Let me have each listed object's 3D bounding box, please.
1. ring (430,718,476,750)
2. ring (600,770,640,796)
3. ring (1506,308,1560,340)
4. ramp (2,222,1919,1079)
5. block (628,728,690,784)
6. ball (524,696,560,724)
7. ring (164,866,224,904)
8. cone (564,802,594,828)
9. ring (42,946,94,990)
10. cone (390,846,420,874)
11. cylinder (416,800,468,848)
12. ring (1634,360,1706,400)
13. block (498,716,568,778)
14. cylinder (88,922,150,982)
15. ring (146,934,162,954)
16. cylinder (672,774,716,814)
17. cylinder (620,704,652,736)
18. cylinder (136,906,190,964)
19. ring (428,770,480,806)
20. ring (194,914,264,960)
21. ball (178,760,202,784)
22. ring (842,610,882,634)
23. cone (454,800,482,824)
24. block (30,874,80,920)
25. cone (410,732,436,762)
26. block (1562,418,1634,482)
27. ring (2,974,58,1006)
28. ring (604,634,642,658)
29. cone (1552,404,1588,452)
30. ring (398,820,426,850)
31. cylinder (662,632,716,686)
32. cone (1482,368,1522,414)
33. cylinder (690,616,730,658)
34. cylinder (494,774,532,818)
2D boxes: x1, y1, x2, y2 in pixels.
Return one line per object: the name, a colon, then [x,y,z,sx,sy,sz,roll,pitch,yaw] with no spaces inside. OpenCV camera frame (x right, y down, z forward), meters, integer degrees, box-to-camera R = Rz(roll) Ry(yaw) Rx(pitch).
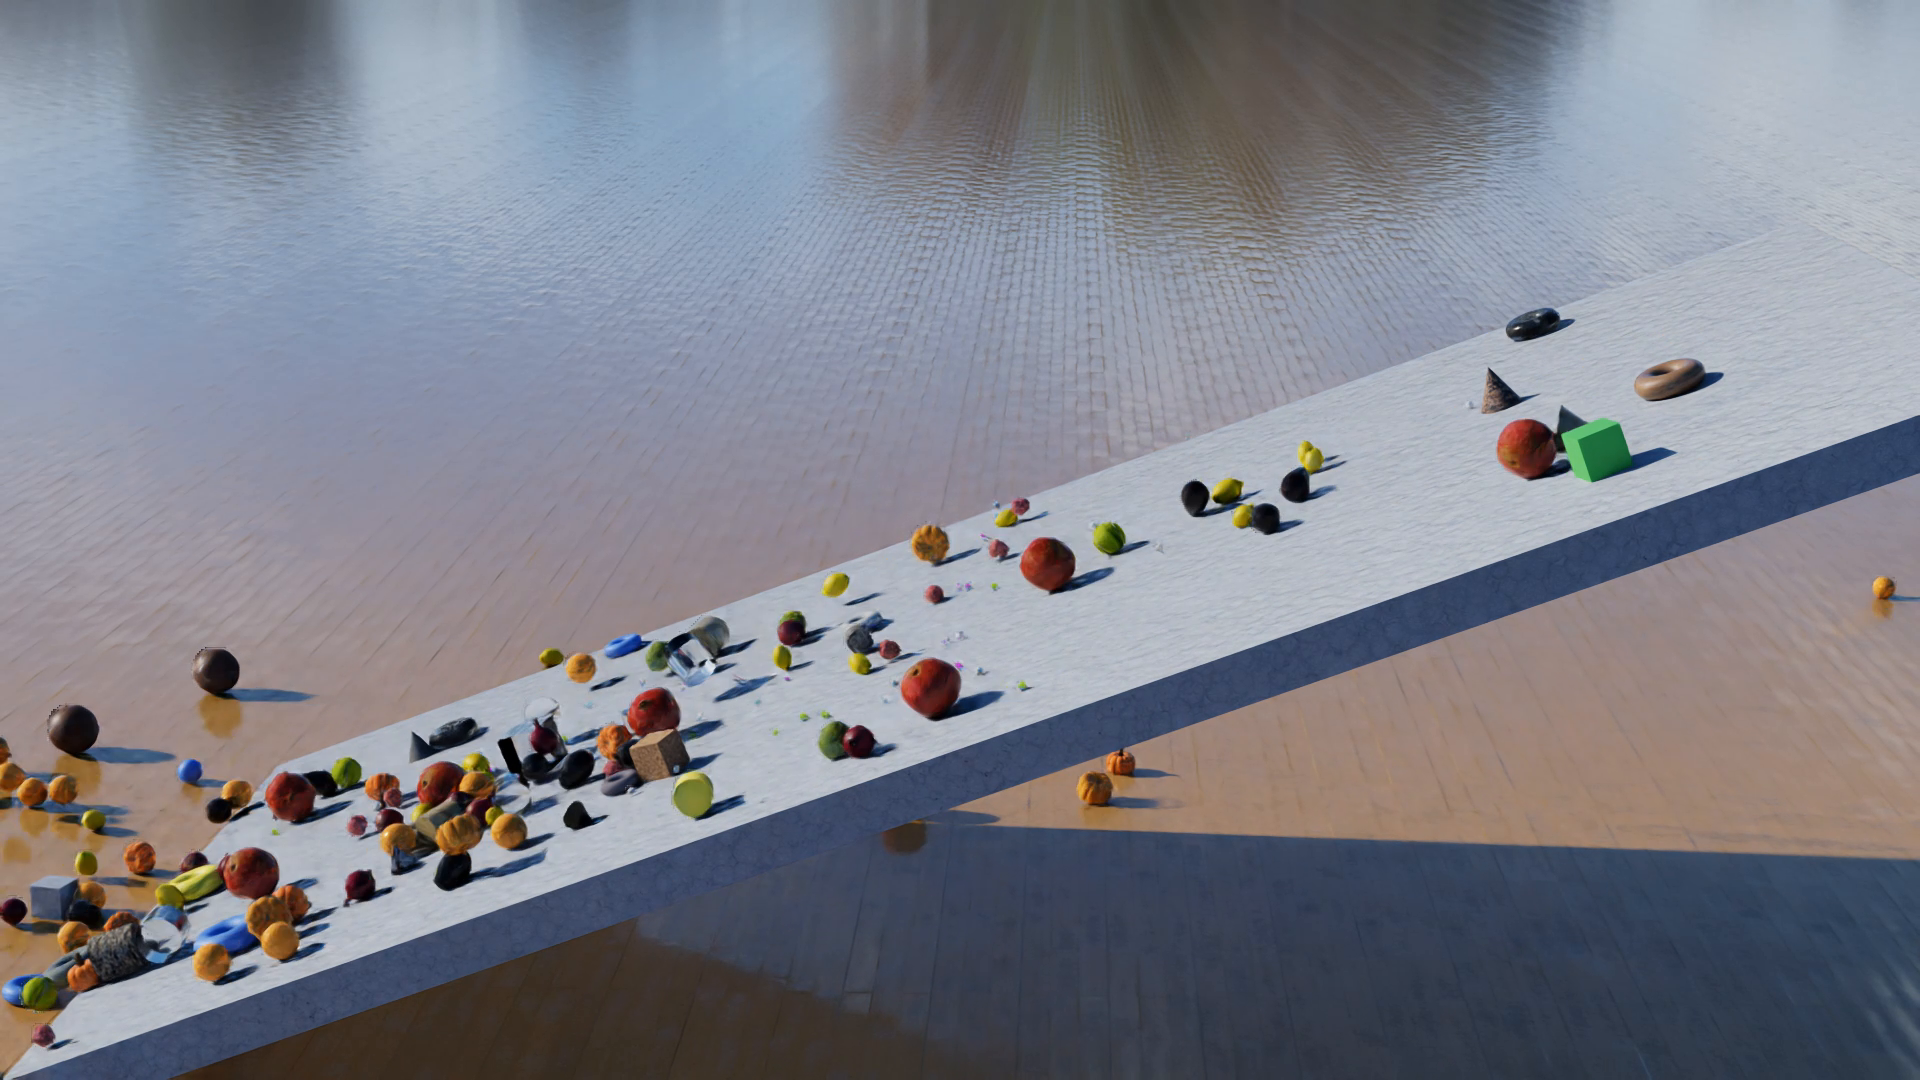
ring: [-1.203,0.459,6.974,0.121,0.040,0.121,-22,11,5]
ring: [-0.685,0.490,5.942,0.086,0.029,0.086,-20,13,5]
ring: [1.347,-0.507,6.912,0.131,0.044,0.131,-21,13,5]
ramp: [0.117,0.176,6.296,4.000,0.100,2.000,-20,12,7]
block: [-0.606,0.435,5.937,0.076,0.076,0.076,-14,14,32]
ball: [-0.927,0.386,6.530,0.081,0.081,0.081,0,13,0]
ring: [-1.675,0.753,6.435,0.138,0.046,0.138,-19,10,4]
cone: [-0.738,0.549,5.772,0.056,0.056,0.056,21,22,32]
ring: [-1.858,0.896,6.166,0.139,0.046,0.139,-26,11,6]
cone: [-1.120,0.652,5.966,0.060,0.060,0.060,12,11,-12]
cylinder: [-1.068,0.586,6.061,0.074,0.074,0.074,11,30,40]
ring: [1.427,-0.324,5.915,0.144,0.048,0.144,-19,13,4]
block: [-0.927,0.451,6.383,0.095,0.095,0.095,-16,12,22]
cylinder: [-1.711,0.838,5.986,0.094,0.094,0.094,-21,14,0]
ring: [-1.695,0.845,6.078,0.098,0.033,0.098,-20,10,4]
cylinder: [-0.502,0.479,5.542,0.073,0.073,0.073,-3,-7,-12]
cylinder: [-0.701,0.390,6.369,0.054,0.054,0.054,-20,11,4]
cylinder: [-1.624,0.803,5.995,0.092,0.092,0.092,-1,11,-3]
ring: [-1.104,0.541,6.418,0.124,0.041,0.124,-21,10,4]
ring: [-1.457,0.792,5.866,0.145,0.048,0.145,-19,12,4]
ball: [-2.001,0.601,7.645,0.062,0.062,0.062,0,13,0]
ring: [-0.218,0.185,6.513,0.098,0.033,0.098,-21,12,5]
cone: [-1.021,0.556,6.113,0.070,0.070,0.070,-33,30,-34]
block: [-2.058,0.814,6.691,0.077,0.077,0.077,4,14,16]
cone: [-1.282,0.480,6.945,0.067,0.067,0.067,-20,11,4]
block: [1.194,-0.169,5.512,0.087,0.087,0.087,-22,11,-5]
ring: [-1.958,0.948,6.198,0.116,0.039,0.116,0,12,0]
ring: [-0.830,0.260,7.252,0.097,0.032,0.097,-19,12,4]
cone: [1.220,-0.212,5.774,0.096,0.096,0.096,9,14,9]
ring: [-1.119,0.608,6.140,0.120,0.040,0.120,-21,12,5]
cylinder: [-0.590,0.261,6.415,0.085,0.085,0.085,-14,52,-45]
cone: [1.150,-0.331,6.324,0.092,0.092,0.092,-20,11,4]
cylinder: [-0.587,0.229,6.830,0.082,0.082,0.082,4,19,15]
cylinder: [-0.923,0.527,6.070,0.076,0.076,0.076,-2,10,-10]
